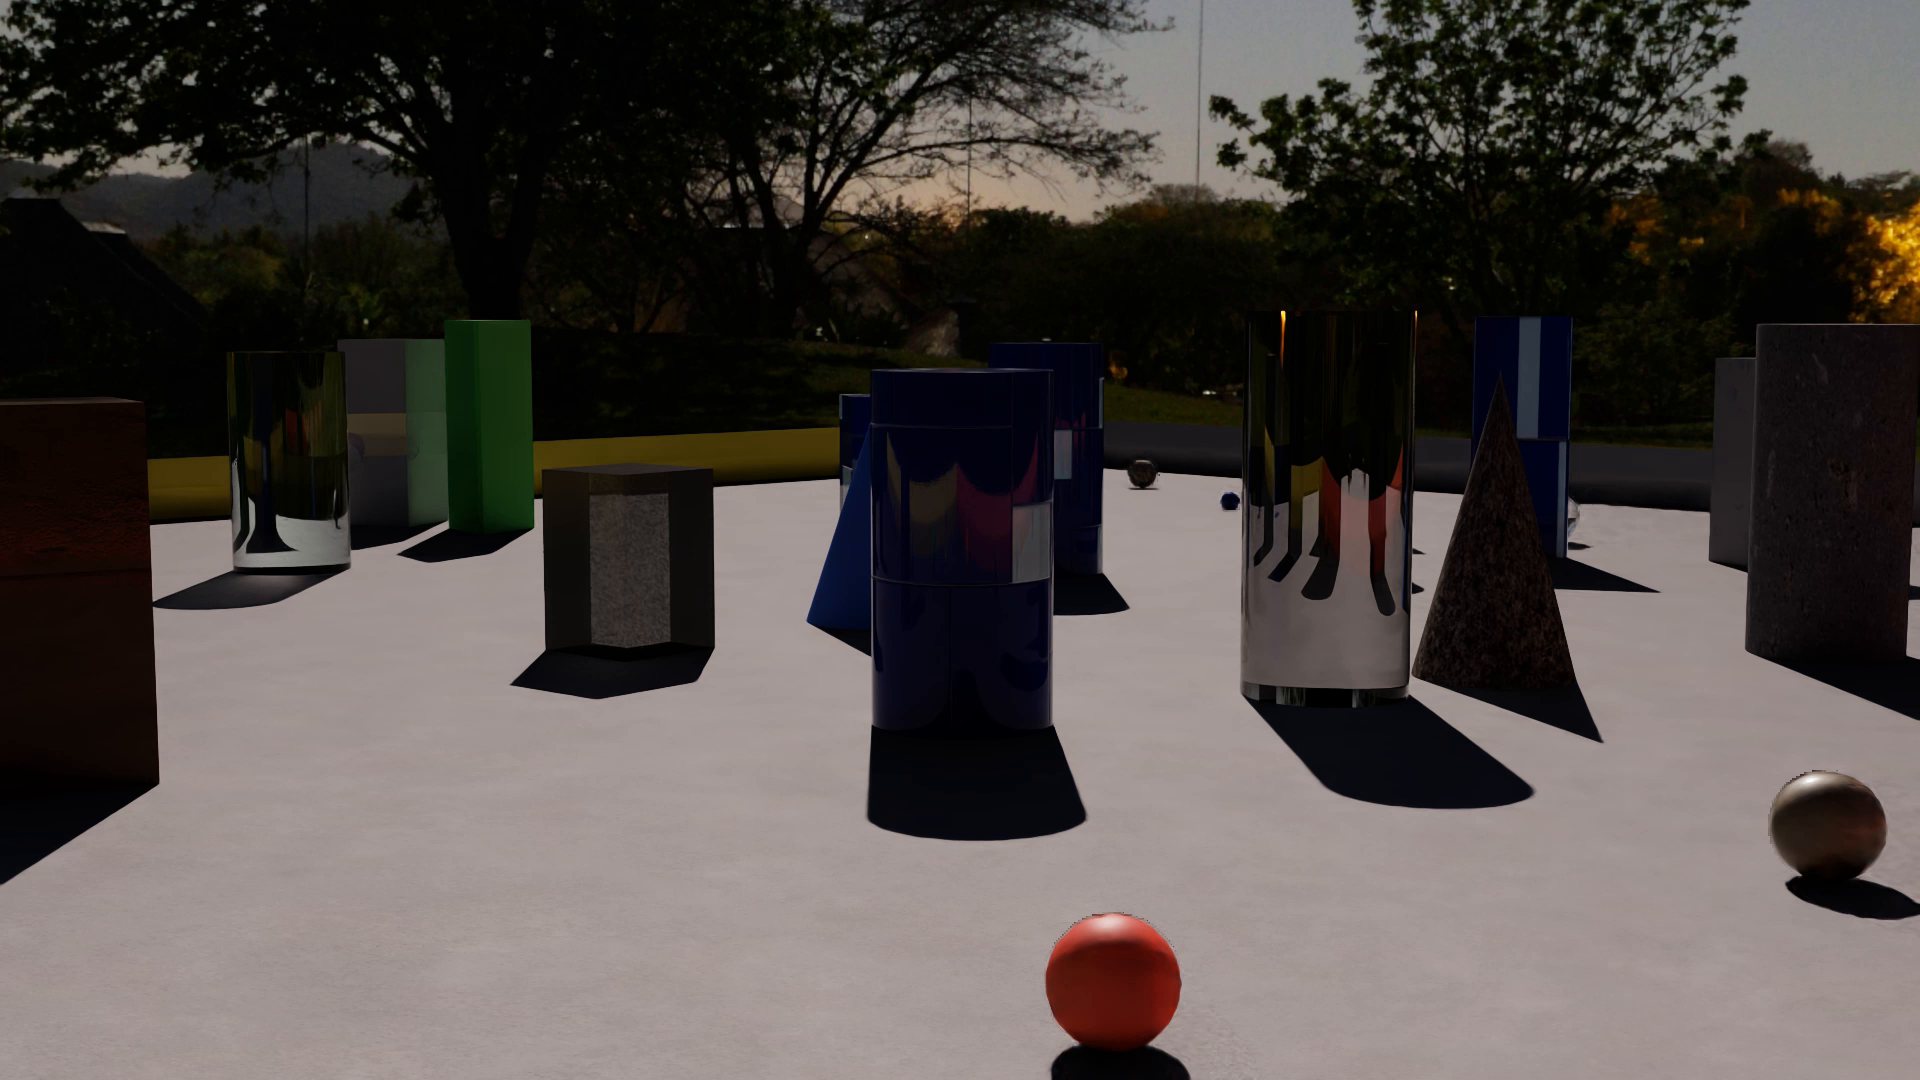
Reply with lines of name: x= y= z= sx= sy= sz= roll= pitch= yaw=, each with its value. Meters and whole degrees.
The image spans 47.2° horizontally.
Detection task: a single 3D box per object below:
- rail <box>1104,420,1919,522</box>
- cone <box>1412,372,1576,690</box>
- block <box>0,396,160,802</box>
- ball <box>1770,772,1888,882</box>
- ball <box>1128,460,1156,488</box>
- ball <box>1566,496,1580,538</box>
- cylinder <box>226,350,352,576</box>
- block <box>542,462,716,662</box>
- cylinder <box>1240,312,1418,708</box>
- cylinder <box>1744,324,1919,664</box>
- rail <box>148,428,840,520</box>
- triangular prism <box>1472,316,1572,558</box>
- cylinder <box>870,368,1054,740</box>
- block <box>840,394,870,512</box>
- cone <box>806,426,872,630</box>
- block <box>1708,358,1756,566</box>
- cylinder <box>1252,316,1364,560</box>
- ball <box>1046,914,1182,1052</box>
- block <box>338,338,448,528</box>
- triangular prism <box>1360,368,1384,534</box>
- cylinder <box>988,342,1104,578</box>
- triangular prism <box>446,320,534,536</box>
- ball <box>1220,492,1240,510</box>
rail: x=1.704 y=-0.130 z=4.895 sx=0.045 sy=0.127 sz=4.317 roll=-5 pitch=8 yaw=-42
cone: x=0.651 y=-0.019 z=2.665 sx=0.196 sy=0.373 sz=0.196 roll=0 pitch=6 yaw=0
block: x=-0.863 y=0.049 z=2.078 sx=0.157 sy=0.359 sz=0.157 roll=-4 pitch=7 yaw=-32
ball: x=0.678 y=0.224 z=1.719 sx=0.086 sy=0.086 sz=0.086 roll=0 pitch=6 yaw=0
ball: x=0.459 y=-0.168 z=5.529 sx=0.071 sy=0.071 sz=0.071 roll=0 pitch=6 yaw=0
ball: x=1.139 y=-0.044 z=4.224 sx=0.098 sy=0.098 sz=0.098 roll=0 pitch=6 yaw=0
cylinder: x=-1.152 y=-0.136 z=3.776 sx=0.196 sy=0.373 sz=0.196 roll=0 pitch=6 yaw=0
block: x=-0.434 y=0.025 z=2.886 sx=0.157 sy=0.238 sz=0.157 roll=5 pitch=8 yaw=39
cylinder: x=0.425 y=-0.042 z=2.544 sx=0.196 sy=0.443 sz=0.196 roll=0 pitch=6 yaw=0
cylinder: x=1.126 y=-0.065 z=2.843 sx=0.196 sy=0.426 sz=0.196 roll=0 pitch=6 yaw=0
rail: x=-1.448 y=-0.130 z=4.892 sx=4.684 sy=0.127 sz=0.045 roll=-5 pitch=8 yaw=-42
triangular prism: x=1.032 y=-0.194 z=4.040 sx=0.170 sy=0.434 sz=0.147 roll=2 pitch=6 yaw=16
cylinder: x=0.003 y=0.009 z=2.358 sx=0.196 sy=0.381 sz=0.196 roll=0 pitch=6 yaw=0
block: x=-0.164 y=-0.173 z=4.647 sx=0.157 sy=0.265 sz=0.157 roll=-1 pitch=6 yaw=-13
cone: x=-0.123 y=-0.034 z=3.151 sx=0.196 sy=0.300 sz=0.196 roll=0 pitch=6 yaw=0
block: x=1.435 y=-0.138 z=3.854 sx=0.157 sy=0.360 sz=0.157 roll=-3 pitch=6 yaw=-23
cylinder: x=0.632 y=-0.190 z=4.000 sx=0.196 sy=0.434 sz=0.196 roll=0 pitch=6 yaw=0
ball: x=0.092 y=0.267 z=1.325 sx=0.082 sy=0.082 sz=0.082 roll=0 pitch=6 yaw=0
block: x=-1.185 y=-0.228 z=4.603 sx=0.157 sy=0.384 sz=0.157 roll=2 pitch=6 yaw=18
triangular prism: x=0.756 y=-0.185 z=4.452 sx=0.170 sy=0.330 sz=0.147 roll=0 pitch=6 yaw=0
cylinder: x=0.145 y=-0.139 z=3.731 sx=0.196 sy=0.389 sz=0.196 roll=0 pitch=6 yaw=0
triangular prism: x=-0.935 y=-0.232 z=4.451 sx=0.147 sy=0.424 sz=0.170 roll=-4 pitch=7 yaw=-33
ball: x=0.600 y=-0.086 z=4.889 sx=0.042 sy=0.042 sz=0.042 roll=0 pitch=6 yaw=0
